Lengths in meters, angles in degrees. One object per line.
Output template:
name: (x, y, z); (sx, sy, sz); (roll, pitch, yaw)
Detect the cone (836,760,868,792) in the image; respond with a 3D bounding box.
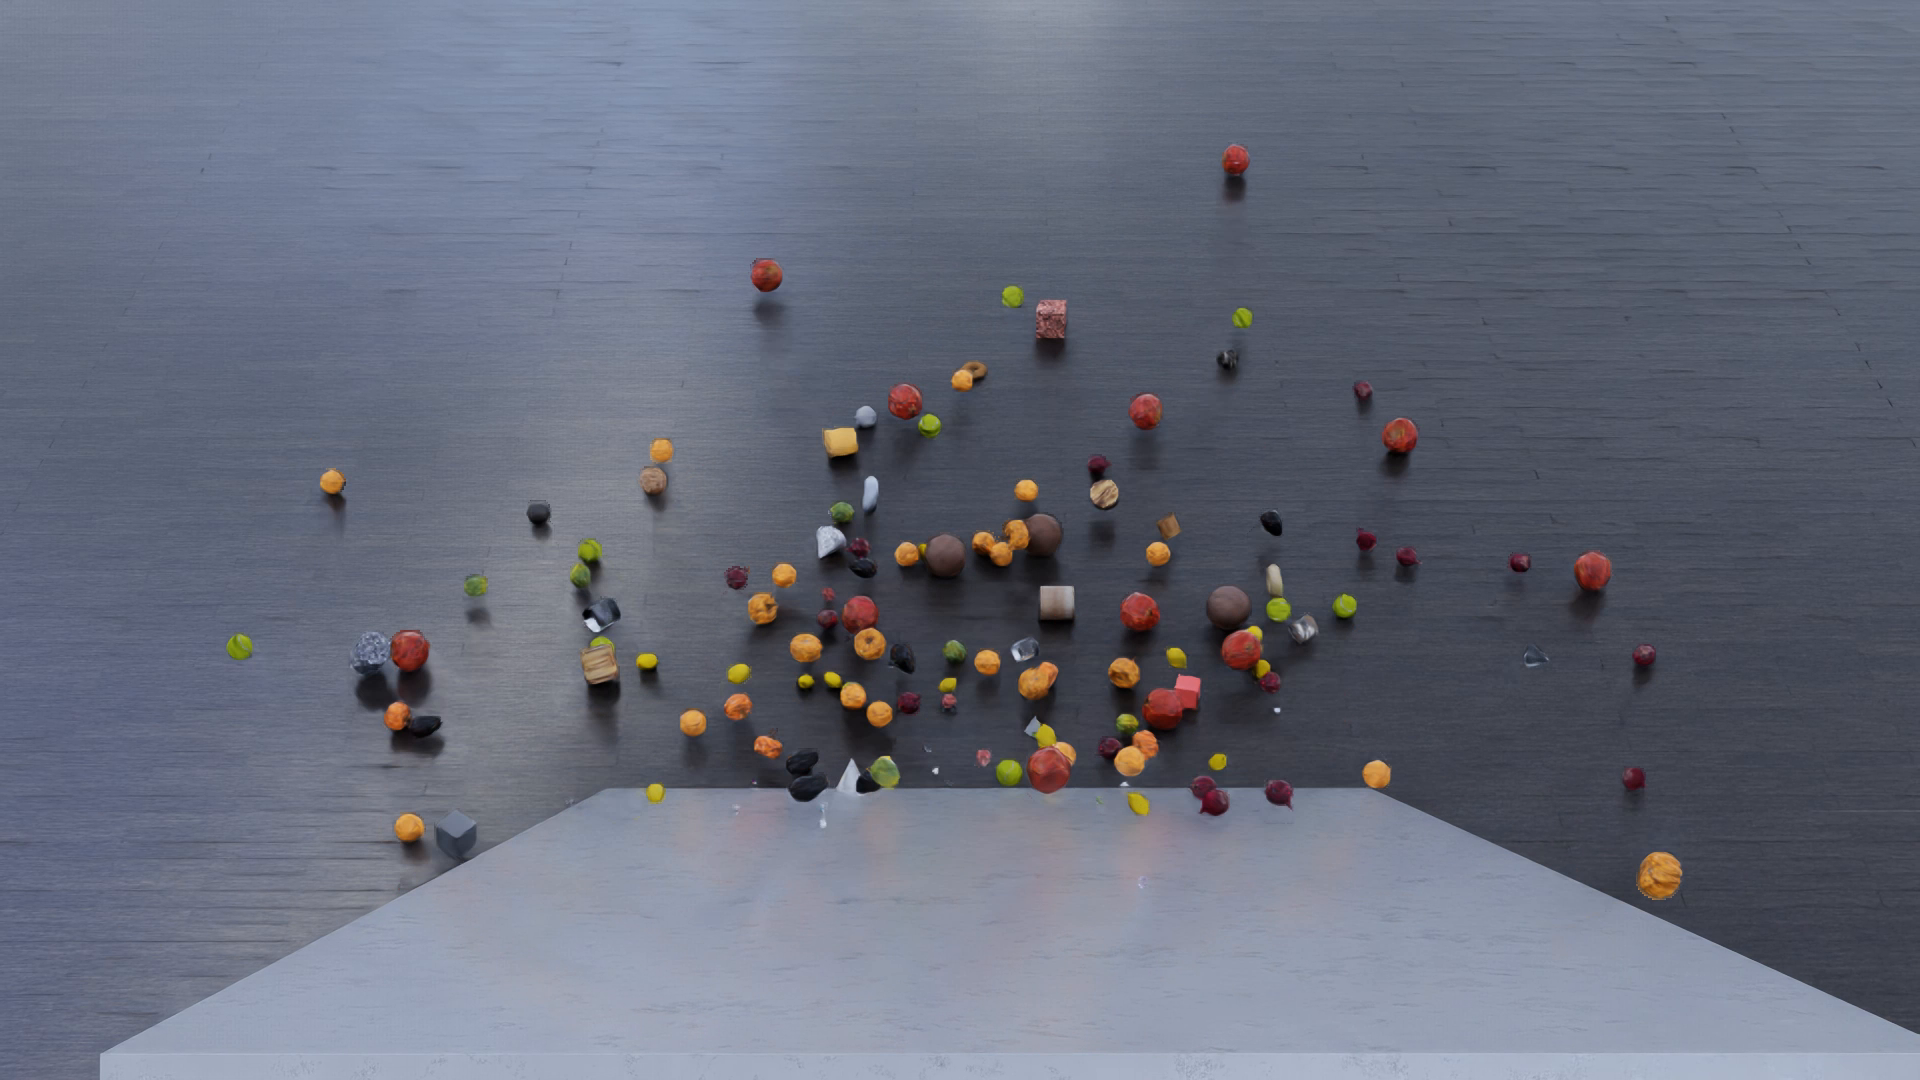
cone: (-0.280, 0.606, 6.725); (0.084, 0.084, 0.084); (0, -1, 0)

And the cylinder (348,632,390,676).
cylinder: (-1.662, 0.321, 7.302); (0.096, 0.096, 0.096); (13, 61, -24)

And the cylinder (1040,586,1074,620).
cylinder: (0.281, 0.182, 7.541); (0.099, 0.099, 0.099); (1, 34, 0)

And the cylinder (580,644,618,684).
cylinder: (-1.011, 0.347, 7.268); (0.094, 0.094, 0.094); (-12, 7, 1)

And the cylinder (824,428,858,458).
cylinder: (-0.380, -0.312, 8.285); (0.087, 0.087, 0.087); (-9, 35, -14)

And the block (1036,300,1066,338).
block: (0.313, -0.762, 8.951); (0.096, 0.096, 0.096); (4, 34, 5)

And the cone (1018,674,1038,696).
cone: (0.191, 0.396, 7.263); (0.055, 0.055, 0.055); (0, 34, 0)

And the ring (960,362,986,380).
ring: (0.046, -0.569, 8.723); (0.089, 0.030, 0.089); (-2, 36, 2)

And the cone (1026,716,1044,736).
cone: (0.205, 0.502, 7.108); (0.052, 0.052, 0.052); (0, 34, 0)

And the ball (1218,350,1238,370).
ball: (0.901, -0.609, 8.746); (0.070, 0.070, 0.070); (0, 34, 0)

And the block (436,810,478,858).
block: (-1.290, 0.753, 6.647); (0.073, 0.073, 0.073); (29, 43, 22)

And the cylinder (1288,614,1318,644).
cylinder: (0.986, 0.256, 7.448); (0.062, 0.062, 0.062); (-30, 42, -17)

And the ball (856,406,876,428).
ball: (-0.305, -0.399, 8.434); (0.070, 0.070, 0.070); (0, 34, 0)

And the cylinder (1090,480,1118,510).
cylinder: (0.444, -0.138, 7.970); (0.087, 0.087, 0.087); (3, -7, 4)

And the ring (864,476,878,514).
ring: (-0.276, -0.140, 8.000); (0.039, 0.116, 0.116); (4, 34, -5)

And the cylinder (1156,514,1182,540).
cylinder: (0.632, -0.038, 7.853); (0.058, 0.058, 0.058); (-27, 5, 2)

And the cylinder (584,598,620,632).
cylinder: (-1.036, 0.216, 7.508); (0.077, 0.077, 0.077); (27, 43, 34)

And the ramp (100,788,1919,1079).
ramp: (0.075, 0.651, 4.788); (2.000, 0.100, 4.000); (0, -1, 0)

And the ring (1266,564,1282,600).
ring: (0.919, 0.123, 7.591); (0.035, 0.105, 0.105); (-5, 34, -2)

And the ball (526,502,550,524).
ball: (-1.294, -0.083, 7.964); (0.070, 0.070, 0.070); (0, 34, 0)

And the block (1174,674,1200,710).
block: (0.632, 0.423, 7.215); (0.064, 0.064, 0.064); (7, 35, 11)

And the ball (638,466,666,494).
ball: (-0.958, -0.185, 8.099); (0.087, 0.087, 0.087); (0, 34, 0)
